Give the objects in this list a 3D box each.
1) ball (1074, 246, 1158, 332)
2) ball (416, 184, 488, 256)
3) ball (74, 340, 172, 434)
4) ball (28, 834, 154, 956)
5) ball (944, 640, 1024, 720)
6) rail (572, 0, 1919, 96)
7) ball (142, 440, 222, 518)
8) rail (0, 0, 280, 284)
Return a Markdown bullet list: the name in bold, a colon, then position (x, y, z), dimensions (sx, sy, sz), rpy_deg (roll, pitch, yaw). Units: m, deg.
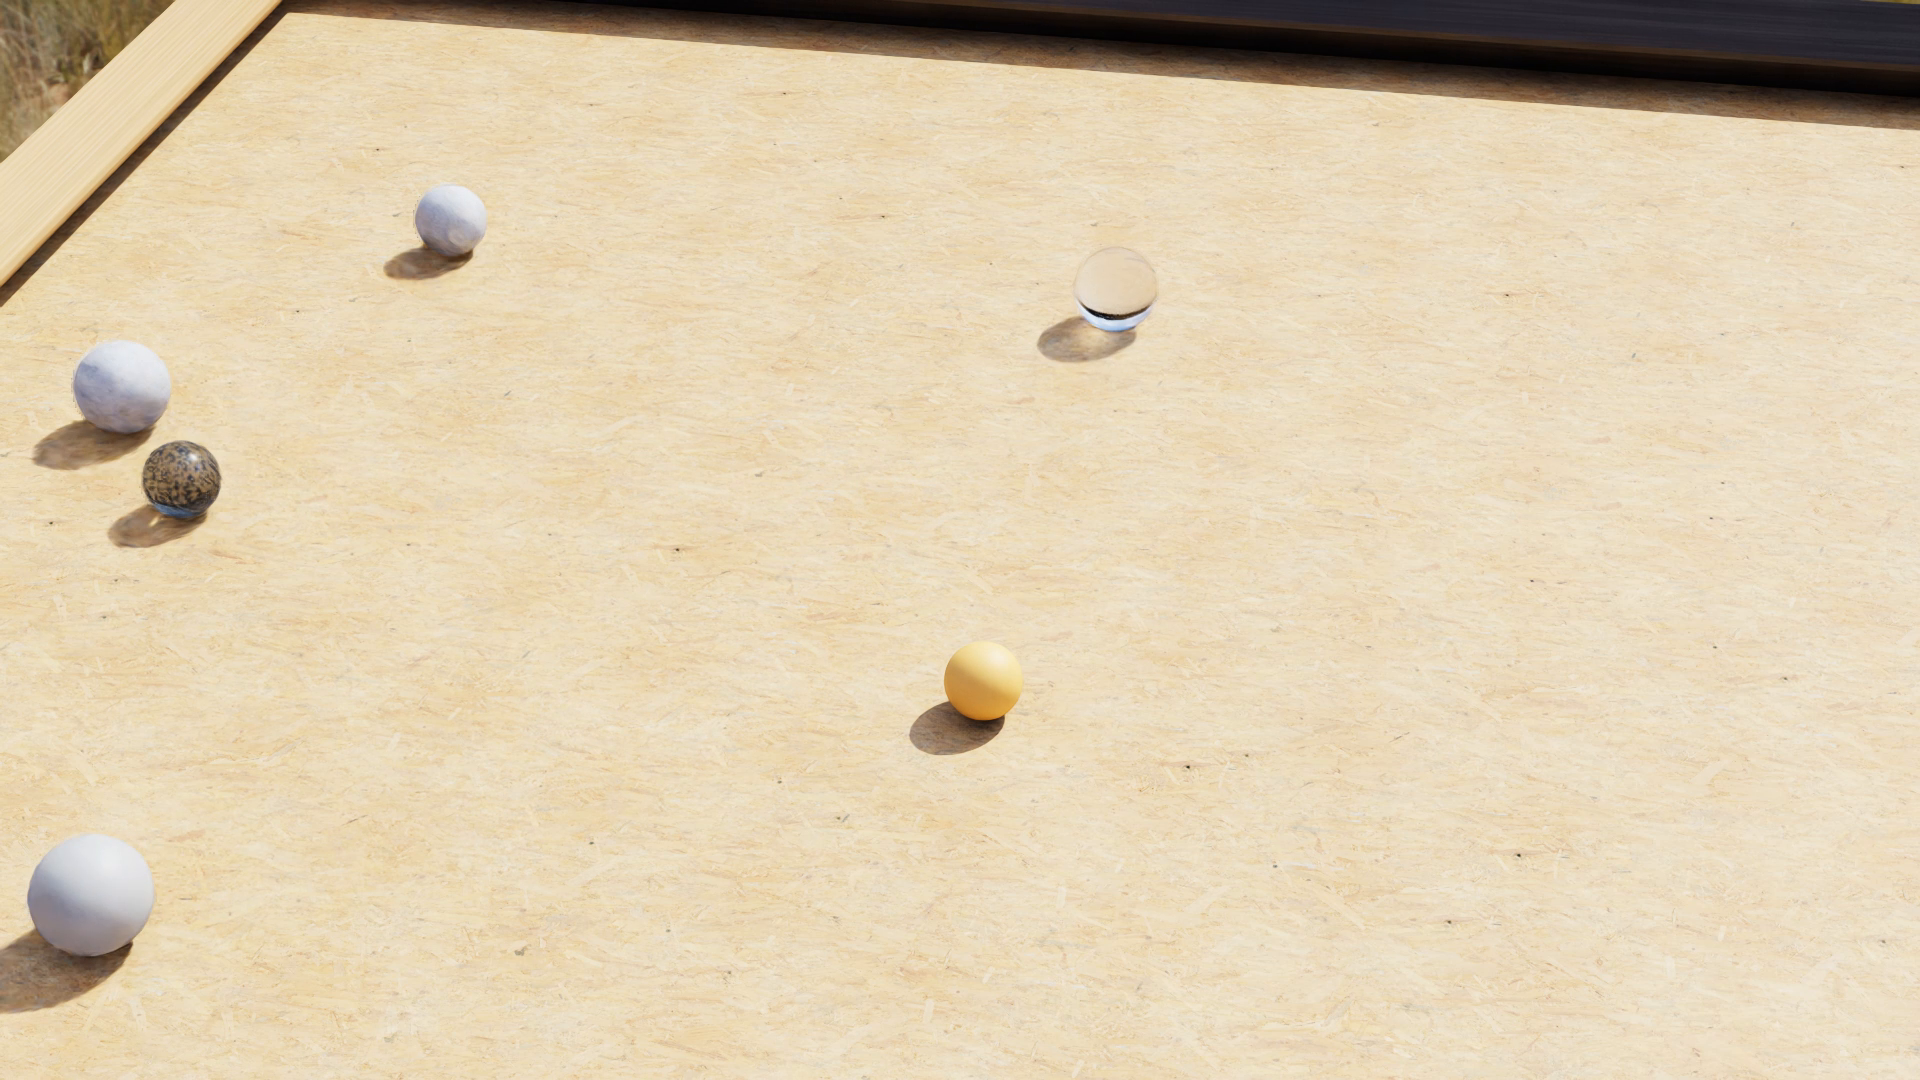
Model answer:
- **ball**: position (0.132, -0.213, 2.181), dimensions (0.072, 0.072, 0.072), rpy_deg (0, 35, 0)
- **ball**: position (-0.455, -0.286, 2.294), dimensions (0.063, 0.063, 0.063), rpy_deg (0, 35, 0)
- **ball**: position (-0.668, -0.122, 2.048), dimensions (0.075, 0.075, 0.075), rpy_deg (0, 35, 0)
- **ball**: position (-0.528, 0.216, 1.561), dimensions (0.074, 0.074, 0.074), rpy_deg (0, 35, 0)
- **ball**: position (0.016, 0.096, 1.750), dimensions (0.054, 0.054, 0.054), rpy_deg (0, 35, 0)
- **rail**: position (1.061, -0.463, 2.519), dimensions (3.638, 0.097, 0.045), rpy_deg (6, 35, 8)
- **ball**: position (-0.592, -0.046, 1.952), dimensions (0.059, 0.059, 0.059), rpy_deg (0, 35, 0)
- **rail**: position (-0.873, -0.100, 1.995), dimensions (0.045, 0.097, 1.968), rpy_deg (6, 35, 8)
